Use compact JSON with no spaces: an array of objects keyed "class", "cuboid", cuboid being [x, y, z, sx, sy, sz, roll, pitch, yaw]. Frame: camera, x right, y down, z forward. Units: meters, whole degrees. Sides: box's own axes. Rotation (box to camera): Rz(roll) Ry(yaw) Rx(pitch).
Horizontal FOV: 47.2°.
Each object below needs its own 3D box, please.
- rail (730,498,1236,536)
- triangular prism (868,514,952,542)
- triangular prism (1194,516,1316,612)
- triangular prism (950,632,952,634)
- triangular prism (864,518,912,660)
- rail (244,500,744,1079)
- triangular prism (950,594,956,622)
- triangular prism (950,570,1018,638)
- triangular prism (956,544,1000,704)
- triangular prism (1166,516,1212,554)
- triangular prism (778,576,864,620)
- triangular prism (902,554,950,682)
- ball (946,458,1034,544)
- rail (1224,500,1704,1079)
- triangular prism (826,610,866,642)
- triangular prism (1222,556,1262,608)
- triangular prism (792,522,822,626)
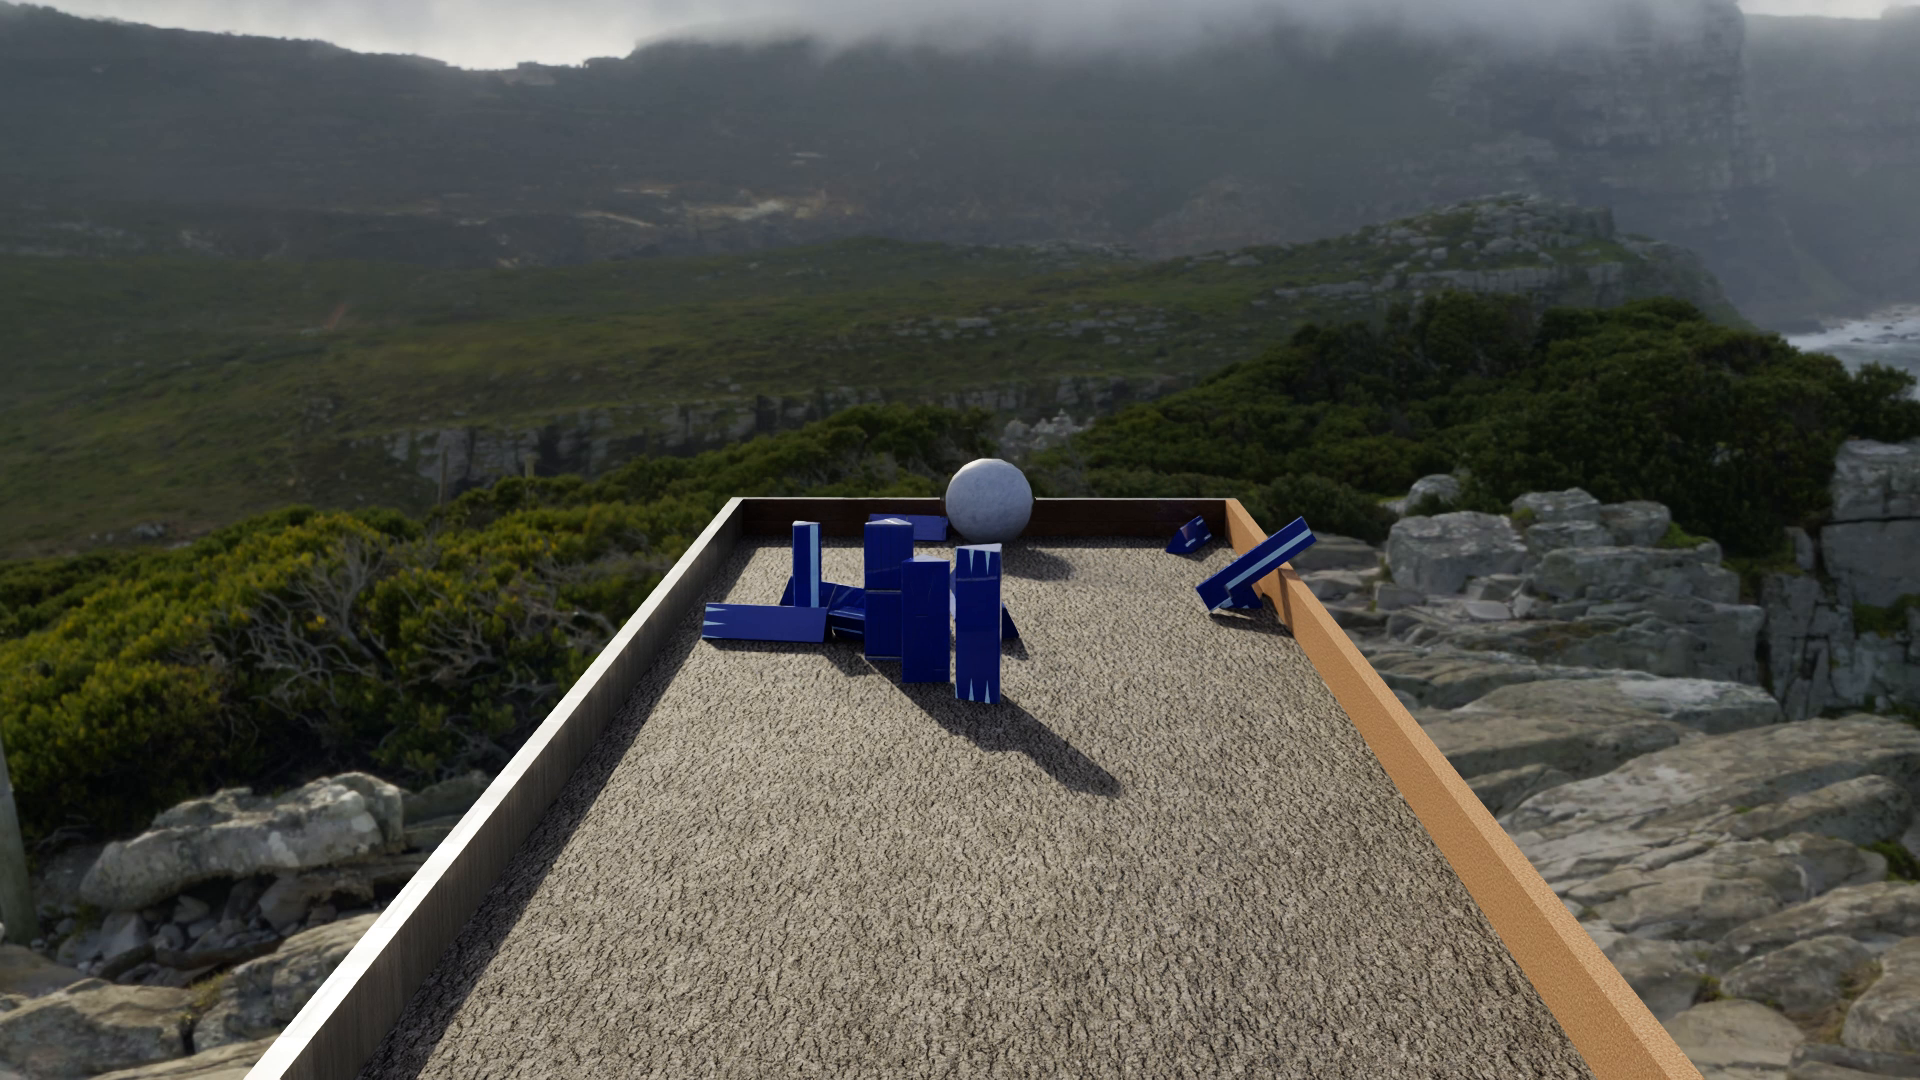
[{"class":"rail","cuboid":[0.099,-0.098,9.147,2.100,0.150,0.050,0,9,1]},{"class":"triangular prism","cuboid":[-0.210,-0.056,9.039,0.332,0.096,0.111,2,9,12]},{"class":"triangular prism","cuboid":[0.990,0.066,7.454,0.436,0.094,0.109,-34,51,-2]},{"class":"triangular prism","cuboid":[-0.138,0.223,7.227,0.129,0.112,0.345,-3,9,-17]},{"class":"triangular prism","cuboid":[-0.209,0.149,6.727,0.148,0.420,0.128,1,9,6]},{"class":"rail","cuboid":[-1.004,0.839,3.234,0.050,0.150,12.000,0,9,1]},{"class":"triangular prism","cuboid":[0.042,0.179,7.441,0.151,0.131,0.313,-1,9,-6]},{"class":"triangular prism","cuboid":[0.079,0.172,7.110,0.139,0.121,0.332,-4,35,-20]},{"class":"triangular prism","cuboid":[0.081,0.230,6.181,0.143,0.431,0.124,6,11,33]},{"class":"triangular prism","cuboid":[0.926,-0.026,8.856,0.110,0.095,0.388,3,10,18]},{"class":"triangular prism","cuboid":[-0.424,0.200,7.365,0.414,0.114,0.131,8,12,42]},{"class":"triangular prism","cuboid":[-0.104,0.228,6.431,0.139,0.356,0.120,-1,9,-5]},{"class":"ball","cuboid":[0.117,-0.154,8.852,0.354,0.354,0.354,0,9,0]},{"class":"rail","cuboid":[1.046,0.843,3.208,0.050,0.150,12.000,0,9,1]},{"class":"triangular prism","cuboid":[-0.268,0.268,6.923,0.361,0.096,0.083,8,-19,41]},{"class":"triangular prism","cuboid":[0.981,0.141,7.679,0.151,0.131,0.315,1,9,7]},{"class":"triangular prism","cuboid":[-0.521,0.109,7.245,0.102,0.337,0.088,-5,10,-29]}]
